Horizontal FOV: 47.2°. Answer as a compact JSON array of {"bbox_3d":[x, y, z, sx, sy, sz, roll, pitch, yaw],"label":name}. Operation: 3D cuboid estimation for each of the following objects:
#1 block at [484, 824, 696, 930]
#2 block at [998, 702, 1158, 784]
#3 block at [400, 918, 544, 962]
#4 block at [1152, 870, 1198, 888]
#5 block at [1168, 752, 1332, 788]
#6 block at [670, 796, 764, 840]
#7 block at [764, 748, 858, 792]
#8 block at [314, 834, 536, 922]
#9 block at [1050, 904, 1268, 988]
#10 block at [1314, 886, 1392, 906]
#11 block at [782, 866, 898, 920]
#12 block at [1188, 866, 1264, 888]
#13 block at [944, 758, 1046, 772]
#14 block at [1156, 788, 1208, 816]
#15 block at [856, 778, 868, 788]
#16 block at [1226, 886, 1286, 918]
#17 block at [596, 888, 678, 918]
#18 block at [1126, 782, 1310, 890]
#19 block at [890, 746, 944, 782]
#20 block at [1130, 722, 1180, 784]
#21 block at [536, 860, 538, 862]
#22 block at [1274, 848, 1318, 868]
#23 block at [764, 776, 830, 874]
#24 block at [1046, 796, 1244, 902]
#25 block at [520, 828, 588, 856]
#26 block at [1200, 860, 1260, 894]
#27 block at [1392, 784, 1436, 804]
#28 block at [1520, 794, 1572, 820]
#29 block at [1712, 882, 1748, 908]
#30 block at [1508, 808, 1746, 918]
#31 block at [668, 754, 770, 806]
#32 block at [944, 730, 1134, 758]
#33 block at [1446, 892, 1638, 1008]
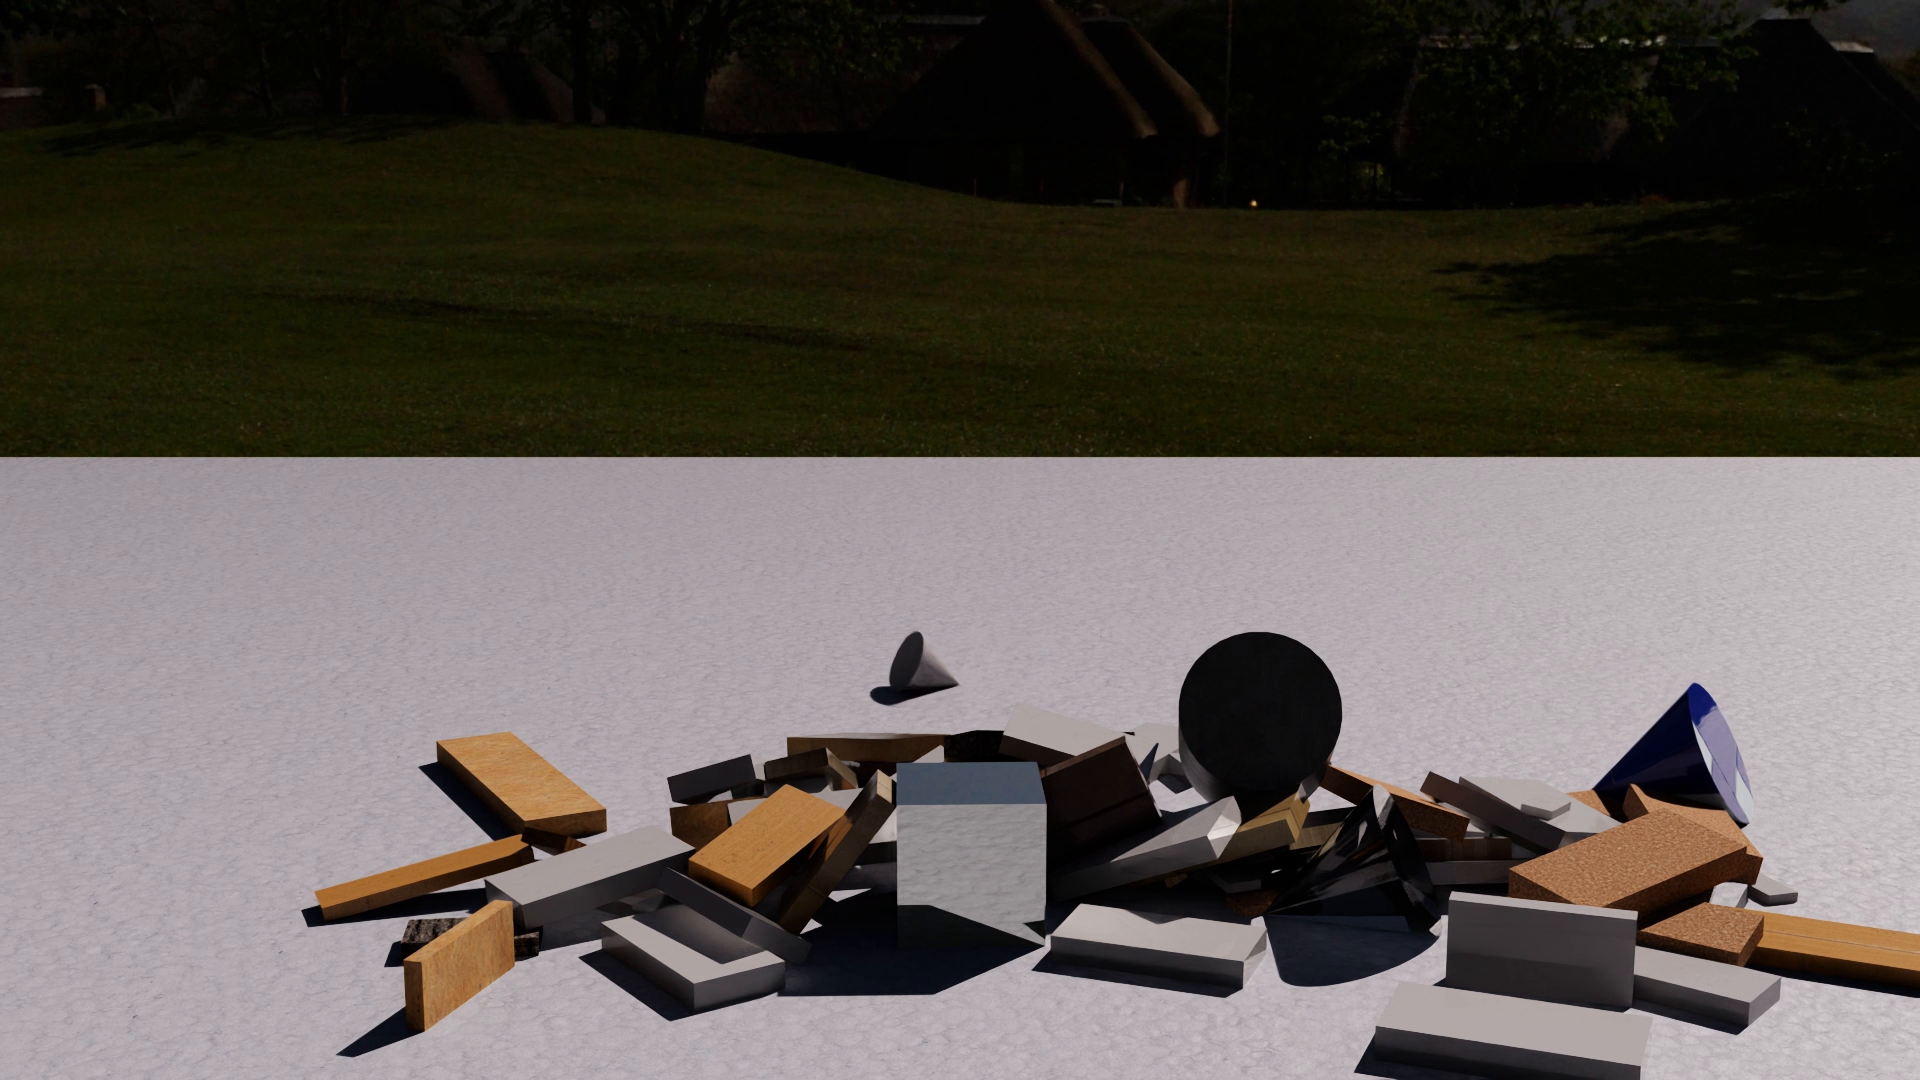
[{"bbox_3d":[-0.595,0.542,3.553,0.304,0.043,0.152,-15,17,-32],"label":"block"},{"bbox_3d":[0.206,0.359,3.799,0.257,0.036,0.129,16,24,7],"label":"block"},{"bbox_3d":[-0.759,0.620,3.429,0.207,0.029,0.104,-1,11,-7],"label":"block"},{"bbox_3d":[0.390,0.539,3.710,0.148,0.021,0.074,-27,9,-19],"label":"block"},{"bbox_3d":[0.569,0.448,4.325,0.284,0.040,0.142,-3,11,-15],"label":"block"},{"bbox_3d":[-0.358,0.505,3.823,0.281,0.040,0.140,-7,31,-8],"label":"block"},{"bbox_3d":[-0.262,0.422,3.919,0.111,0.031,0.222,-14,-20,7],"label":"block"},{"bbox_3d":[-0.883,0.557,3.634,0.347,0.025,0.088,-14,15,-21],"label":"block"},{"bbox_3d":[0.306,0.622,3.380,0.301,0.043,0.151,4,11,21],"label":"block"},{"bbox_3d":[0.650,0.588,3.634,0.117,0.017,0.059,0,11,-1],"label":"block"},{"bbox_3d":[-0.207,0.576,3.660,0.109,0.031,0.222,-6,12,-31],"label":"block"},{"bbox_3d":[0.436,0.565,3.748,0.148,0.021,0.074,10,14,42],"label":"block"},{"bbox_3d":[0.123,0.416,3.817,0.284,0.040,0.142,0,11,-8],"label":"block"},{"bbox_3d":[0.486,0.494,4.078,0.142,0.040,0.284,9,14,39],"label":"block"},{"bbox_3d":[-0.169,0.489,4.126,0.109,0.031,0.218,-2,11,-9],"label":"block"},{"bbox_3d":[0.502,0.593,3.606,0.117,0.017,0.058,-5,12,-24],"label":"block"},{"bbox_3d":[-0.512,0.583,3.641,0.088,0.025,0.176,8,13,36],"label":"block"},{"bbox_3d":[0.426,0.495,3.674,0.302,0.043,0.151,-20,9,23],"label":"block"},{"bbox_3d":[-0.106,0.461,3.965,0.031,0.111,0.222,36,36,21],"label":"block"},{"bbox_3d":[0.378,0.428,4.433,0.140,0.040,0.281,6,12,29],"label":"block"},{"bbox_3d":[-0.671,0.555,3.703,0.130,0.018,0.065,-1,-22,11],"label":"block"},{"bbox_3d":[0.606,0.525,3.670,0.148,0.021,0.074,-4,-7,-35],"label":"block"},{"bbox_3d":[-0.261,0.486,3.770,0.109,0.031,0.218,-6,31,-15],"label":"block"},{"bbox_3d":[0.304,0.509,3.618,0.301,0.043,0.151,-20,9,28],"label":"block"},{"bbox_3d":[-0.654,0.525,3.707,0.088,0.025,0.175,8,-18,26],"label":"block"},{"bbox_3d":[0.451,0.559,3.675,0.059,0.017,0.117,-5,13,-17],"label":"block"},{"bbox_3d":[0.867,0.489,4.154,0.149,0.021,0.075,5,12,27],"label":"block"},{"bbox_3d":[1.040,0.474,3.902,0.056,0.016,0.112,12,10,31],"label":"block"},{"bbox_3d":[1.152,0.582,3.615,0.250,0.035,0.125,6,12,28],"label":"block"},{"bbox_3d":[1.055,0.523,3.473,0.342,0.048,0.171,-15,22,-28],"label":"block"},{"bbox_3d":[-0.401,0.432,3.902,0.152,0.043,0.303,-16,-12,6],"label":"block"},{"bbox_3d":[0.142,0.370,3.942,0.307,0.043,0.153,3,-10,-22],"label":"block"},{"bbox_3d":[0.855,0.602,3.240,0.266,0.133,0.038,4,11,18],"label":"block"}]
